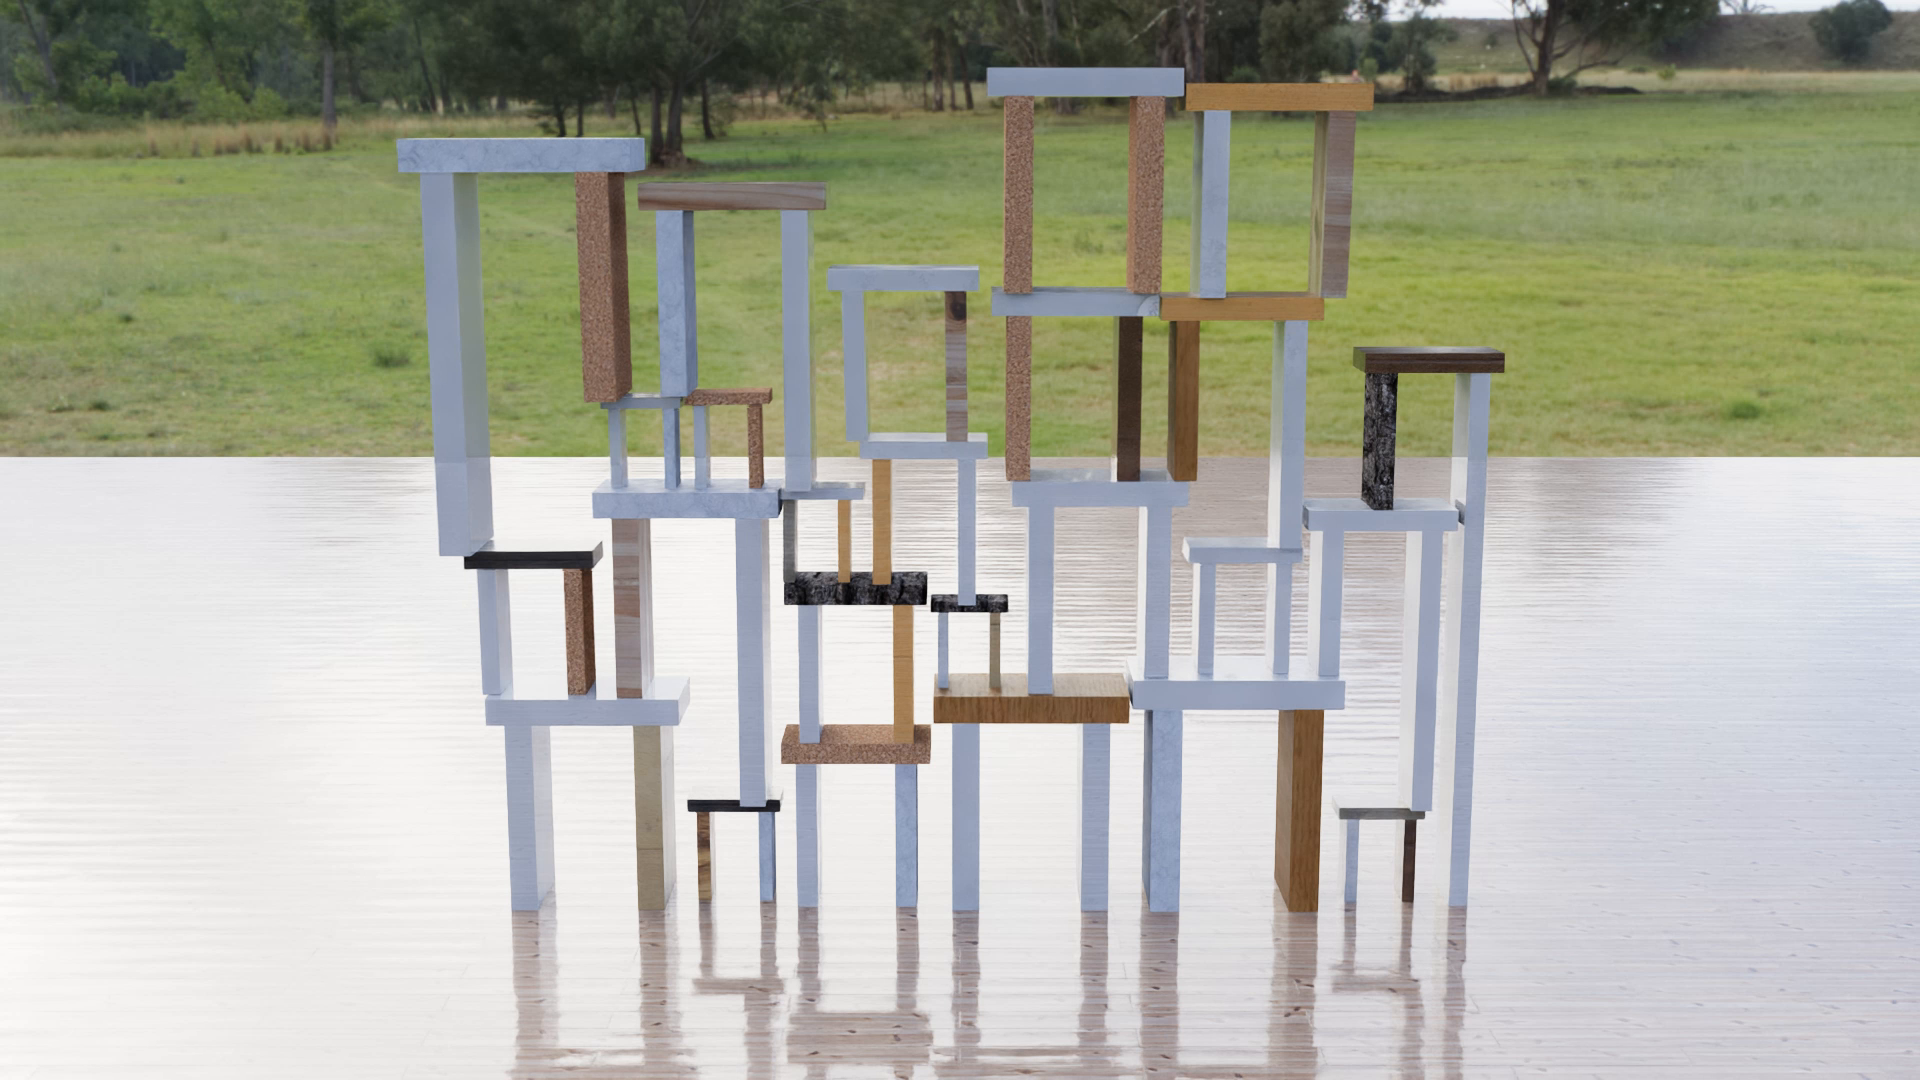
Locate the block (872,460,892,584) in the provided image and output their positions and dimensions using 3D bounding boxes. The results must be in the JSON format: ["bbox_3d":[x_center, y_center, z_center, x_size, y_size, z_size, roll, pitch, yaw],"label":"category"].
[{"bbox_3d":[-0.125,-0.038,3.550,0.029,0.203,0.101,0,11,0],"label":"block"}]

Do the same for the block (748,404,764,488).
[{"bbox_3d":[-0.328,-0.154,3.532,0.019,0.133,0.067,0,11,0],"label":"block"}]

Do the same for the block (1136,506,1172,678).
[{"bbox_3d":[0.316,0.071,3.576,0.040,0.279,0.140,0,11,0],"label":"block"}]

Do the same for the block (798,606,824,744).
[{"bbox_3d":[-0.244,0.206,3.595,0.032,0.229,0.114,0,11,0],"label":"block"}]

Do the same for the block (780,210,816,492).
[{"bbox_3d":[-0.256,-0.306,3.506,0.041,0.440,0.144,0,10,0],"label":"block"}]

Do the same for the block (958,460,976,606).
[{"bbox_3d":[0.011,-0.021,3.552,0.029,0.236,0.101,0,11,0],"label":"block"}]

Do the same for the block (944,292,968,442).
[{"bbox_3d":[-0.006,-0.283,3.510,0.034,0.237,0.118,-1,11,0],"label":"block"}]

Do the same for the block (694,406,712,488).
[{"bbox_3d":[-0.414,-0.154,3.532,0.019,0.133,0.067,0,10,0],"label":"block"}]

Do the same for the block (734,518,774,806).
[{"bbox_3d":[-0.336,0.186,3.595,0.042,0.474,0.147,0,11,0],"label":"block"}]

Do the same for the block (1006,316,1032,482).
[{"bbox_3d":[0.093,-0.233,3.519,0.037,0.261,0.131,0,11,0],"label":"block"}]

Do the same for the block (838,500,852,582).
[{"bbox_3d":[-0.186,-0.004,3.555,0.019,0.134,0.067,0,10,0],"label":"block"}]

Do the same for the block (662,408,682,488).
[{"bbox_3d":[-0.462,-0.151,3.532,0.018,0.128,0.064,0,11,0],"label":"block"}]

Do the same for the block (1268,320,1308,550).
[{"bbox_3d":[0.526,-0.176,3.533,0.036,0.364,0.127,0,11,0],"label":"block"}]

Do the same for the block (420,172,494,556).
[{"bbox_3d":[-0.799,-0.284,3.503,0.050,0.598,0.177,0,11,0],"label":"block"}]

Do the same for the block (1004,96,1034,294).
[{"bbox_3d":[0.091,-0.544,3.453,0.042,0.300,0.150,0,11,0],"label":"block"}]

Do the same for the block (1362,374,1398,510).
[{"bbox_3d":[0.672,-0.164,3.526,0.031,0.219,0.109,0,11,0],"label":"block"}]

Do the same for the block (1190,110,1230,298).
[{"bbox_3d":[0.393,-0.530,3.463,0.041,0.286,0.143,0,11,0],"label":"block"}]

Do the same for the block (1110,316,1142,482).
[{"bbox_3d":[0.266,-0.233,3.520,0.037,0.261,0.131,0,11,0],"label":"block"}]

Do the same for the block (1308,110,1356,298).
[{"bbox_3d":[0.584,-0.530,3.463,0.041,0.286,0.143,1,11,0],"label":"block"}]

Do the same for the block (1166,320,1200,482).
[{"bbox_3d":[0.357,-0.229,3.521,0.036,0.254,0.127,0,11,0],"label":"block"}]

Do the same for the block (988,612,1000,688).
[{"bbox_3d":[0.057,0.173,3.597,0.018,0.126,0.063,0,11,0],"label":"block"}]

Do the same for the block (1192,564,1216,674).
[{"bbox_3d":[0.397,0.119,3.585,0.026,0.183,0.091,0,11,0],"label":"block"}]

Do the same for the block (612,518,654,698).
[{"bbox_3d":[-0.531,0.097,3.579,0.042,0.293,0.147,0,11,0],"label":"block"}]

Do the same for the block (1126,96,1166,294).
[{"bbox_3d":[0.291,-0.543,3.453,0.042,0.300,0.150,0,11,0],"label":"block"}]

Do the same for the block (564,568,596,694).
[{"bbox_3d":[-0.620,0.139,3.587,0.029,0.207,0.103,0,11,0],"label":"block"}]

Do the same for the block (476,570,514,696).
[{"bbox_3d":[-0.758,0.139,3.587,0.029,0.207,0.104,0,11,0],"label":"block"}]

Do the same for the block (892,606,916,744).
[{"bbox_3d":[-0.091,0.206,3.595,0.032,0.229,0.114,0,11,0],"label":"block"}]

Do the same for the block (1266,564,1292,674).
[{"bbox_3d":[0.519,0.119,3.584,0.026,0.183,0.091,0,11,0],"label":"block"}]

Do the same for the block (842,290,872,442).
[{"bbox_3d":[-0.165,-0.283,3.512,0.034,0.237,0.118,-1,11,1],"label":"block"}]

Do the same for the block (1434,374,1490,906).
[{"bbox_3d":[0.818,0.159,3.586,0.031,0.877,0.109,0,11,0],"label":"block"}]

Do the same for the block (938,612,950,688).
[{"bbox_3d":[-0.027,0.173,3.597,0.018,0.126,0.063,0,11,0],"label":"block"}]

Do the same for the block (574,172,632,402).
[{"bbox_3d":[-0.563,-0.405,3.482,0.050,0.354,0.177,-1,11,0],"label":"block"}]

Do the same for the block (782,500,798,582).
[{"bbox_3d":[-0.274,-0.004,3.555,0.019,0.134,0.067,1,10,0],"label":"block"}]

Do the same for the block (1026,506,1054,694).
[{"bbox_3d":[0.129,0.085,3.579,0.040,0.307,0.140,0,11,0],"label":"block"}]

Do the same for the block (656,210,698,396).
[{"bbox_3d":[-0.449,-0.380,3.491,0.041,0.289,0.144,0,10,0],"label":"block"}]

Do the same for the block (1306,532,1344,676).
[{"bbox_3d":[0.594,0.092,3.579,0.034,0.238,0.119,0,11,0],"label":"block"}]

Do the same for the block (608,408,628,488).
[{"bbox_3d":[-0.549,-0.151,3.532,0.018,0.128,0.064,-1,11,0],"label":"block"}]

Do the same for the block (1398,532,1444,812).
[{"bbox_3d":[0.752,0.203,3.599,0.034,0.464,0.119,0,11,0],"label":"block"}]
